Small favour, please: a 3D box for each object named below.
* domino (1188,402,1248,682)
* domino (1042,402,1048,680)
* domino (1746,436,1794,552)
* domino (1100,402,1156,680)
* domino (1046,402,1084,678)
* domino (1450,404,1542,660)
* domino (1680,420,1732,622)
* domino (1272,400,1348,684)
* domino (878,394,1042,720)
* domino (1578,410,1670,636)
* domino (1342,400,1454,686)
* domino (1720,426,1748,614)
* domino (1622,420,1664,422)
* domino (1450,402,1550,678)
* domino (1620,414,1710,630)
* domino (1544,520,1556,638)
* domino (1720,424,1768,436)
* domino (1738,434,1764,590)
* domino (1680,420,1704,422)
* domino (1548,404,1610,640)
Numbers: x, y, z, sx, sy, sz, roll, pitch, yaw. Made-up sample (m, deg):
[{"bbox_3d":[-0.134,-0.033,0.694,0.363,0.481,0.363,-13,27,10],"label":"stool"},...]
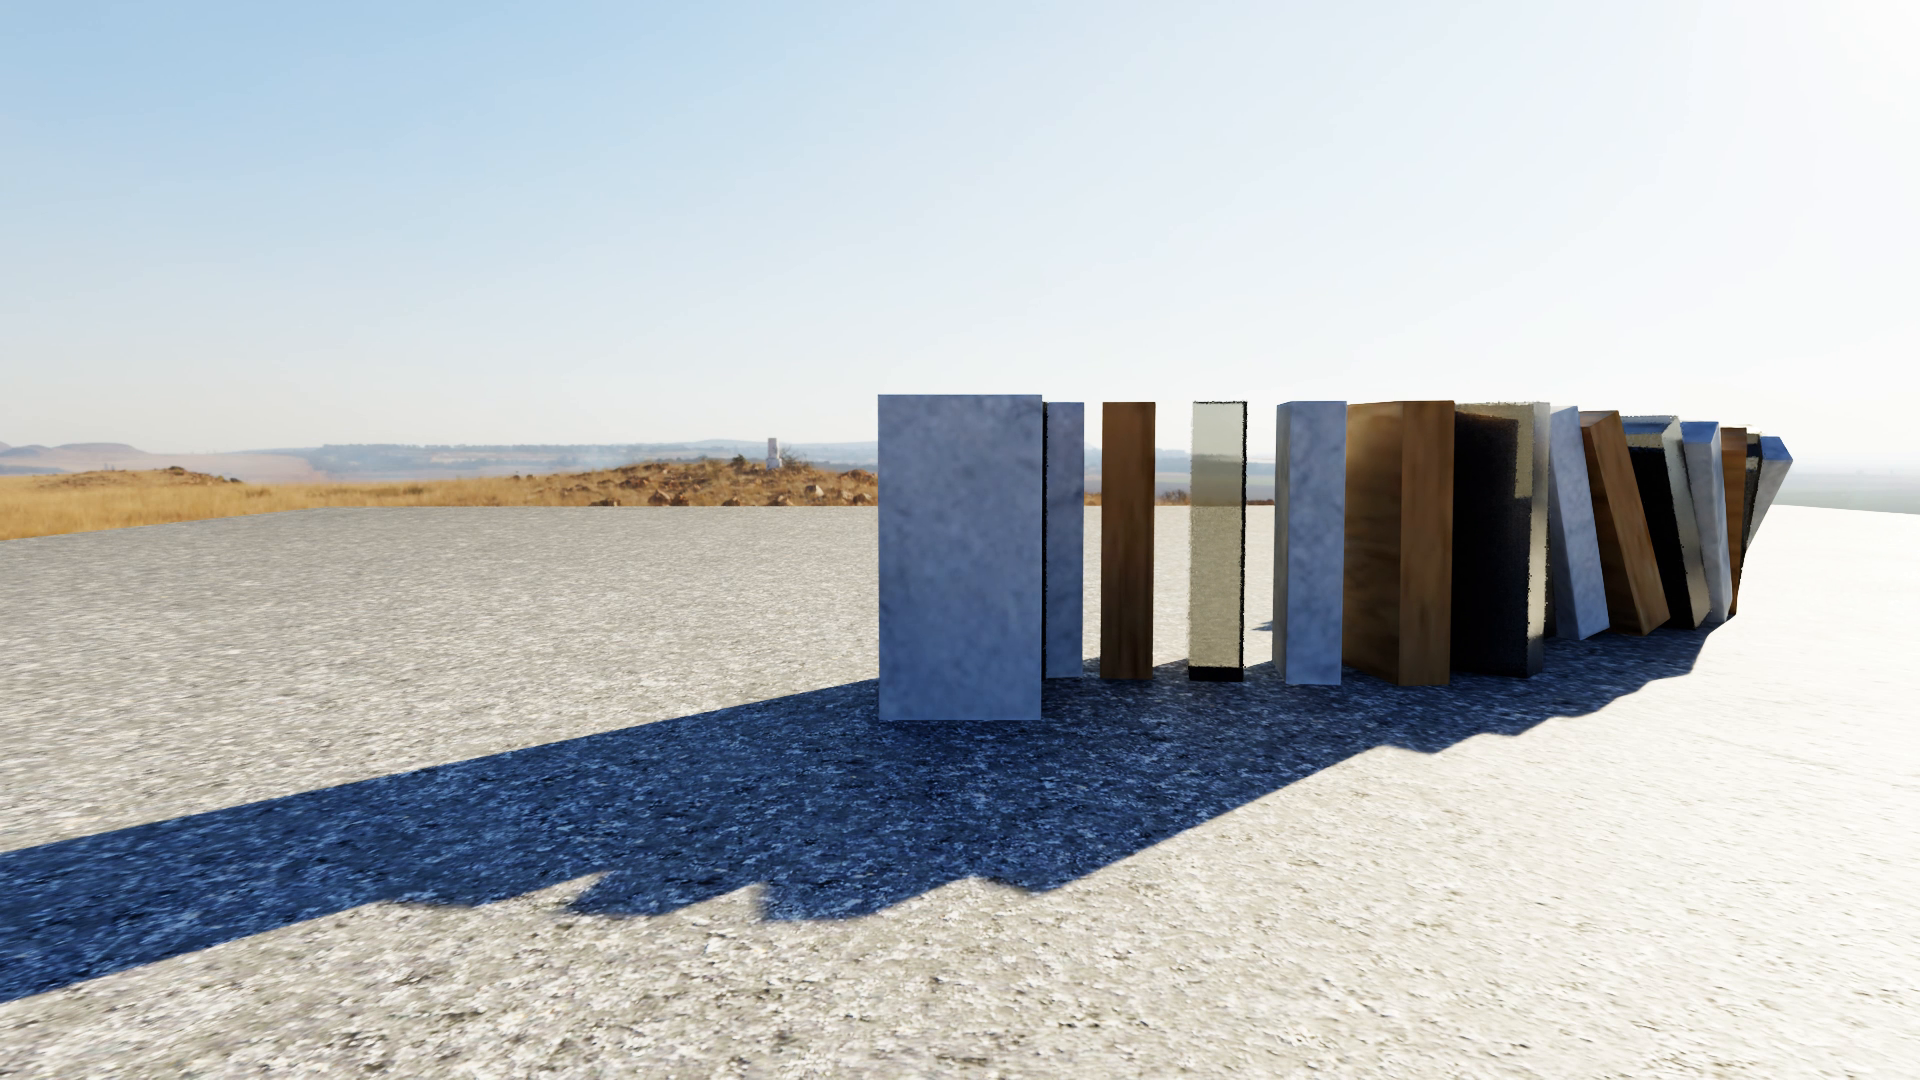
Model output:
[{"bbox_3d":[0.048,0.000,0.240,0.009,0.050,0.025,1,4,10],"label":"domino"},{"bbox_3d":[0.002,0.000,0.233,0.025,0.050,0.009,3,5,34],"label":"domino"},{"bbox_3d":[0.197,-0.005,0.341,0.025,0.050,0.010,1,44,5],"label":"domino"},{"bbox_3d":[0.032,-0.001,0.243,0.009,0.050,0.025,1,4,7],"label":"domino"},{"bbox_3d":[0.015,-0.001,0.244,0.010,0.050,0.025,-1,4,-11],"label":"domino"},{"bbox_3d":[0.101,-0.002,0.257,0.025,0.050,0.009,1,7,14],"label":"domino"},{"bbox_3d":[0.167,-0.004,0.305,0.025,0.050,0.010,4,37,40],"label":"domino"},{"bbox_3d":[0.064,0.000,0.238,0.010,0.050,0.025,1,4,8],"label":"domino"},{"bbox_3d":[0.000,0.002,0.201,0.025,0.050,0.010,0,4,0],"label":"domino"},{"bbox_3d":[0.141,-0.004,0.290,0.010,0.050,0.025,-27,14,-21],"label":"domino"},{"bbox_3d":[0.080,0.000,0.237,0.010,0.050,0.025,-1,4,-7],"label":"domino"},{"bbox_3d":[0.178,-0.004,0.316,0.025,0.050,0.010,3,40,30],"label":"domino"},{"bbox_3d":[0.193,-0.011,0.382,0.025,0.050,0.009,-1,28,-18],"label":"domino"},{"bbox_3d":[0.096,-0.001,0.242,0.025,0.050,0.009,4,7,40],"label":"domino"},{"bbox_3d":[0.155,-0.004,0.296,0.009,0.050,0.025,-36,25,-32],"label":"domino"},{"bbox_3d":[0.116,-0.004,0.282,0.010,0.050,0.025,-11,8,-24],"label":"domino"},{"bbox_3d":[0.204,-0.008,0.360,0.025,0.050,0.010,-1,35,-18],"label":"domino"},{"bbox_3d":[0.187,-0.005,0.328,0.025,0.050,0.010,2,43,24],"label":"domino"},{"bbox_3d":[0.199,-0.010,0.372,0.025,0.050,0.010,-1,29,-18],"label":"domino"},{"bbox_3d":[0.127,-0.004,0.286,0.010,0.050,0.025,-18,11,-23],"label":"domino"}]
